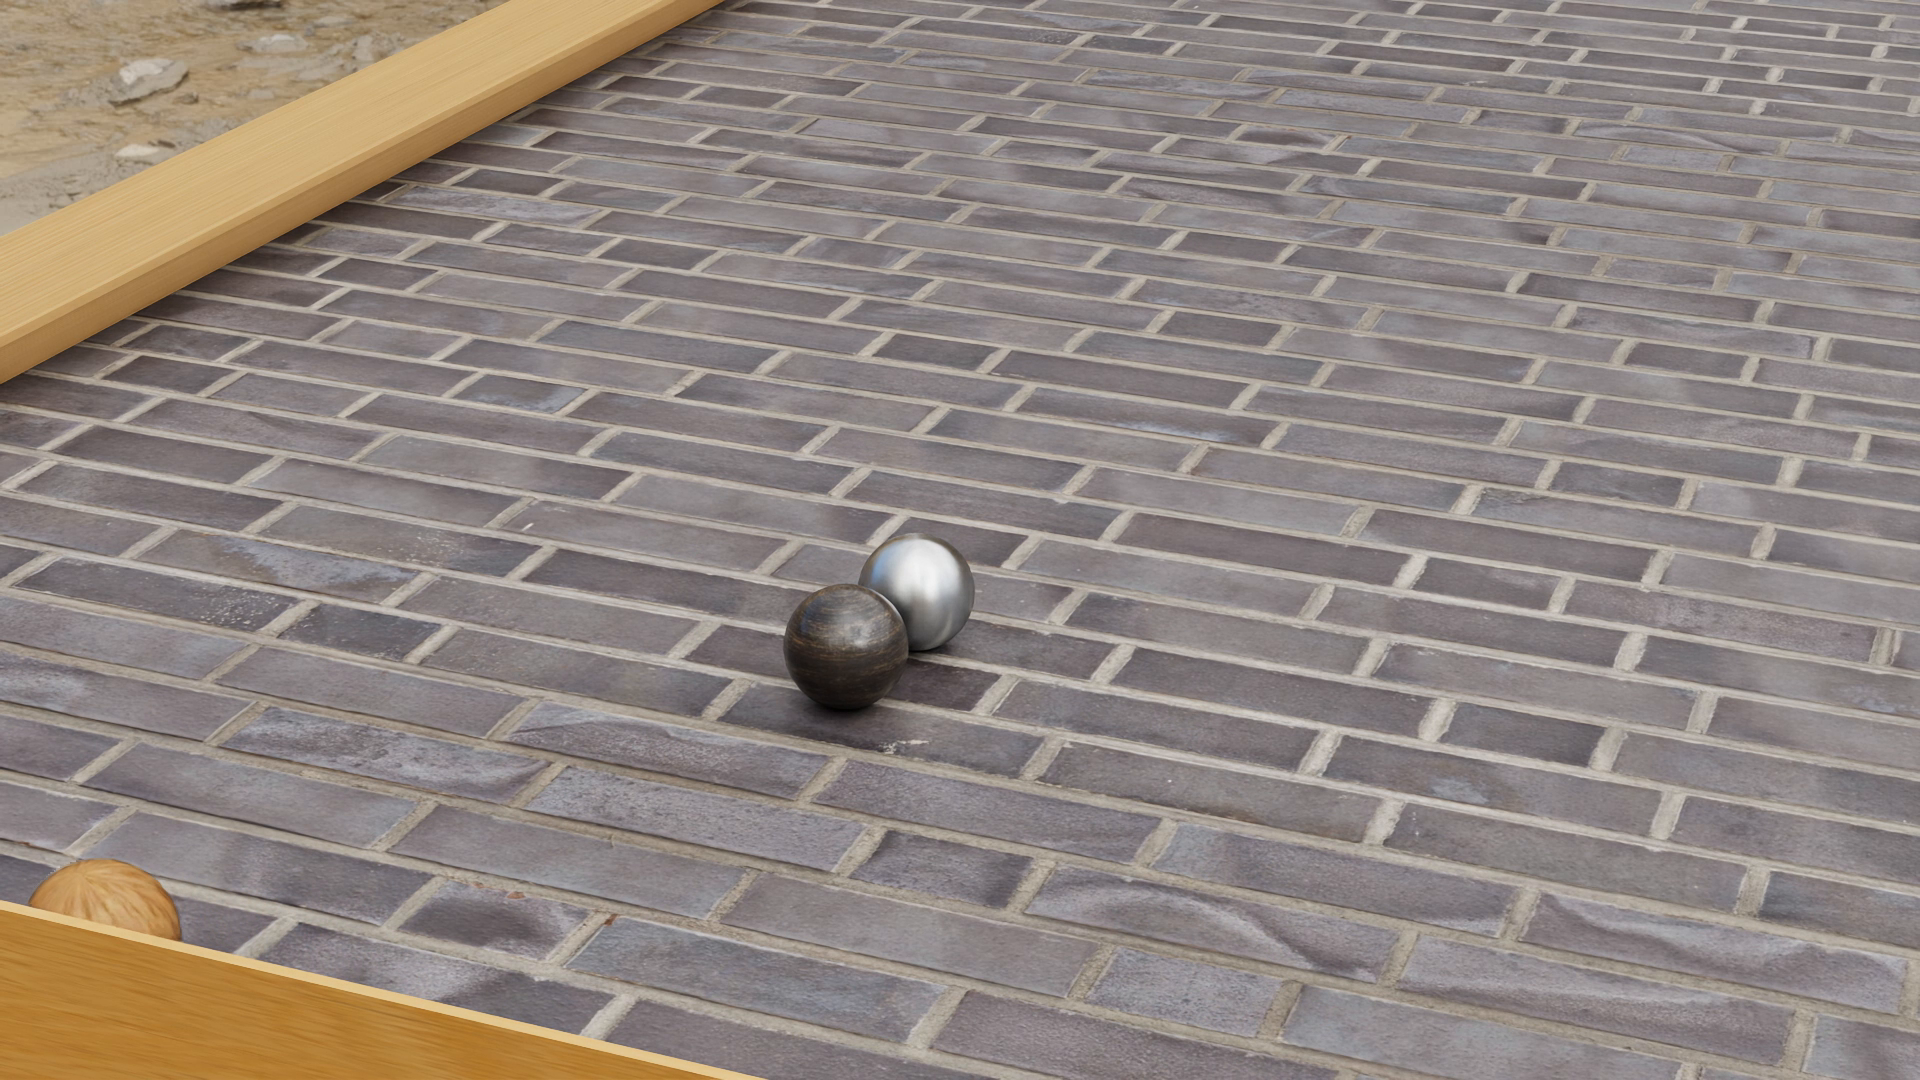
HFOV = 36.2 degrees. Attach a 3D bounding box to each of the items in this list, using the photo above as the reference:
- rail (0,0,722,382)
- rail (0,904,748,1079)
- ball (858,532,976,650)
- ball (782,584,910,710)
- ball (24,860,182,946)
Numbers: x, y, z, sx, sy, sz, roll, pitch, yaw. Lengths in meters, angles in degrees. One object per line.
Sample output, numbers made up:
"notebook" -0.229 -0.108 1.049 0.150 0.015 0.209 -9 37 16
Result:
"rail" -0.492 -0.406 2.757 0.045 0.110 2.774 9 26 19
"rail" -0.245 0.241 1.335 1.650 0.110 0.045 9 26 19
"ball" -0.027 0.032 1.839 0.074 0.074 0.074 0 24 0
"ball" -0.068 0.064 1.767 0.076 0.076 0.076 0 24 0
"ball" -0.429 0.199 1.467 0.079 0.079 0.079 0 24 0
